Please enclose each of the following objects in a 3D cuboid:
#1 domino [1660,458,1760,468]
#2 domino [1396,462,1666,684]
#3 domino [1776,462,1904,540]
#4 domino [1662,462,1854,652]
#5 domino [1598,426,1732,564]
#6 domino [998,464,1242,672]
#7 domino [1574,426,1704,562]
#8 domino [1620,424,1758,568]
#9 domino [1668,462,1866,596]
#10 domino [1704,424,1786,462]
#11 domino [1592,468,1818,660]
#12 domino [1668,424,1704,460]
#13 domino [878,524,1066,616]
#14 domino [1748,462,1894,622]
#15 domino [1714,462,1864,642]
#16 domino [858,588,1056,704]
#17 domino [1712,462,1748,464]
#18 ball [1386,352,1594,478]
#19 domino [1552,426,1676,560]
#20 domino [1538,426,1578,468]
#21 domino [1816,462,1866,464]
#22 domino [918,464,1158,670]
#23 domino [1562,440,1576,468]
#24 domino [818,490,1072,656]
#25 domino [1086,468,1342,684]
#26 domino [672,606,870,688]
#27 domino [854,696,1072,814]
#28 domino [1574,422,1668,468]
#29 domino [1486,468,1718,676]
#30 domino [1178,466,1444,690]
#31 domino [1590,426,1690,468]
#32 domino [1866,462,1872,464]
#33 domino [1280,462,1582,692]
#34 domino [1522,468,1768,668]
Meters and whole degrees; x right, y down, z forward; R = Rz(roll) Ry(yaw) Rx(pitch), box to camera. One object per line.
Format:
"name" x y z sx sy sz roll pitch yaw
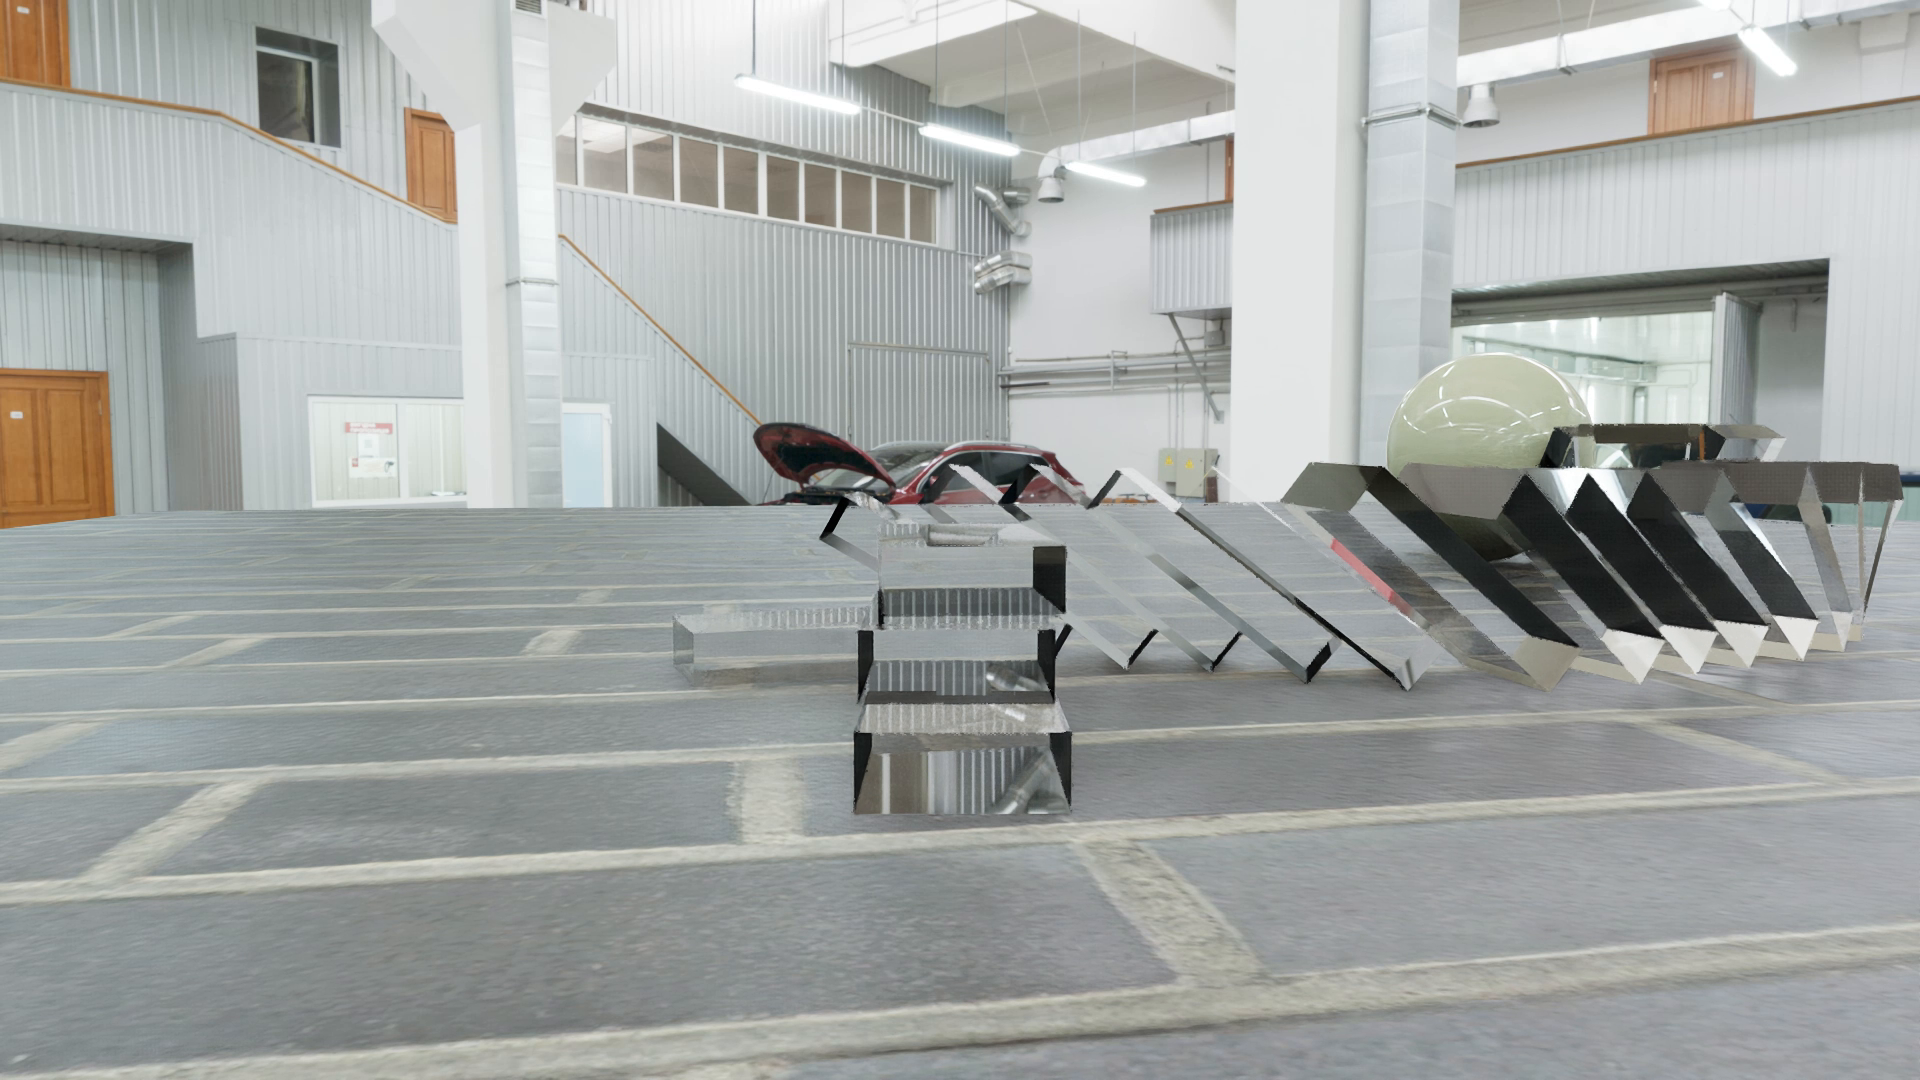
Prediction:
"domino" 0.211 -0.005 0.375 0.025 0.009 0.050 -2 -33 6
"domino" 0.100 0.006 0.228 0.050 0.009 0.025 40 -11 -26
"domino" 0.196 0.001 0.296 0.025 0.009 0.050 2 -33 22
"domino" 0.161 0.004 0.259 0.025 0.010 0.050 5 -33 47
"domino" 0.245 -0.015 0.448 0.025 0.050 0.010 -1 32 -17
"domino" 0.032 0.005 0.248 0.050 0.010 0.025 39 9 9
"domino" 0.242 -0.016 0.458 0.025 0.050 0.010 -1 31 -18
"domino" 0.248 -0.015 0.438 0.025 0.050 0.010 -1 32 -17
"domino" 0.214 -0.002 0.343 0.025 0.010 0.050 1 -33 3
"domino" 0.250 -0.014 0.427 0.025 0.050 0.010 -1 32 -17
"domino" 0.144 0.005 0.251 0.050 0.009 0.025 41 -18 -28
"domino" 0.227 -0.013 0.416 0.025 0.050 0.010 3 32 37
"domino" 0.000 0.004 0.200 0.025 0.010 0.050 0 4 -5
"domino" 0.186 0.002 0.282 0.025 0.010 0.050 3 -33 29
"domino" 0.174 0.003 0.270 0.025 0.009 0.050 3 -33 38
"domino" -0.001 0.014 0.187 0.025 0.010 0.050 0 4 0
"domino" 0.214 -0.003 0.360 0.025 0.009 0.050 0 -33 3
"ball" 0.217 -0.037 0.527 0.080 0.080 0.080 0 4 0
"domino" 0.238 -0.017 0.468 0.025 0.050 0.009 -1 31 -18
"domino" 0.230 -0.018 0.488 0.025 0.050 0.010 -1 31 -18
"domino" 0.203 0.000 0.311 0.025 0.009 0.050 2 -33 16
"domino" 0.016 0.004 0.252 0.050 0.009 0.025 38 8 6
"domino" 0.234 -0.018 0.478 0.025 0.050 0.009 -1 31 -18
"domino" -0.002 0.007 0.254 0.050 0.010 0.025 29 5 1
"domino" 0.048 0.005 0.242 0.050 0.009 0.025 39 12 9
"domino" -0.028 0.020 0.245 0.050 0.009 0.025 -2 5 -21
"domino" 0.000 0.025 0.172 0.025 0.010 0.050 0 4 0
"domino" 0.214 -0.013 0.413 0.025 0.050 0.009 3 32 37
"domino" 0.115 0.006 0.237 0.050 0.010 0.025 40 -14 -26
"domino" 0.063 0.006 0.235 0.050 0.009 0.025 39 10 6
"domino" 0.209 -0.011 0.397 0.025 0.050 0.009 1 36 21
"domino" 0.209 -0.001 0.327 0.025 0.010 0.050 1 -33 11
"domino" 0.082 0.006 0.226 0.050 0.010 0.025 39 -3 -13
"domino" 0.129 0.005 0.245 0.050 0.009 0.025 40 -15 -25
